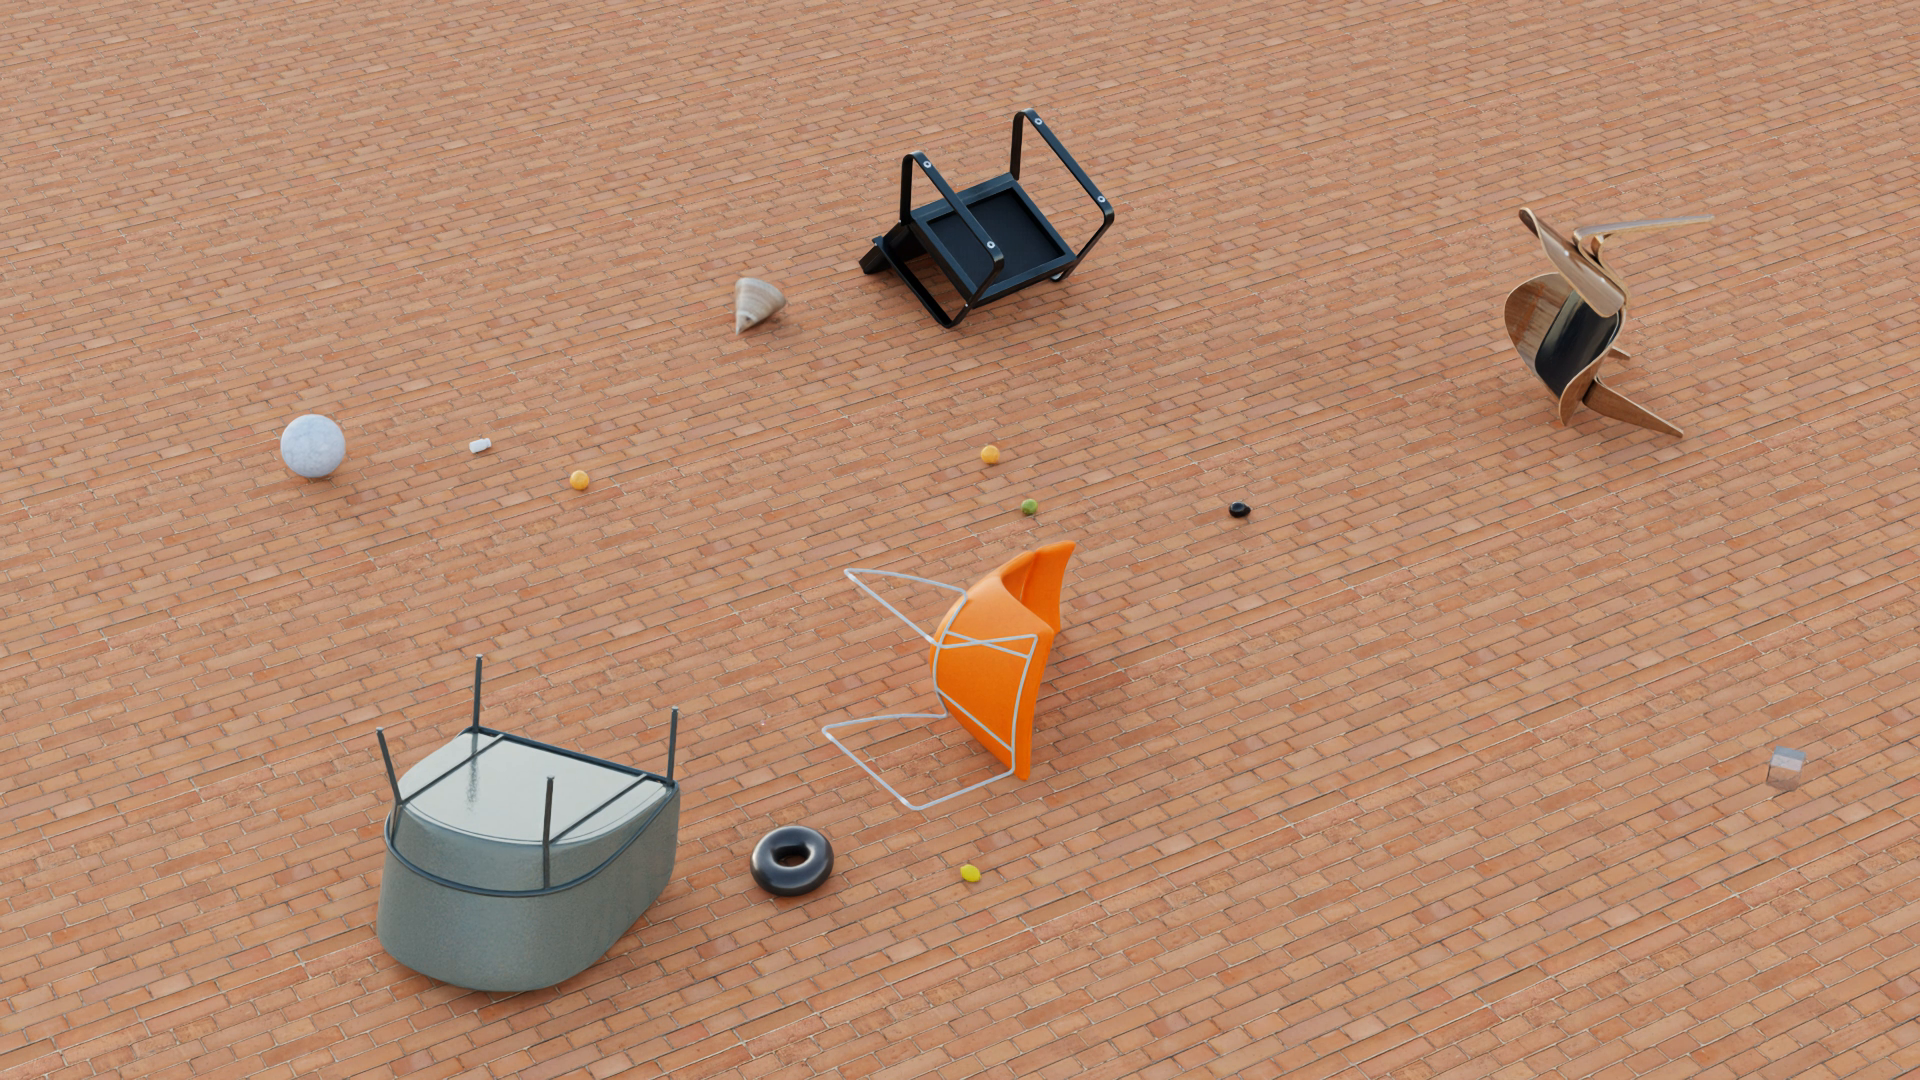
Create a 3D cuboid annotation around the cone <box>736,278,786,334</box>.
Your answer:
[{"bbox_3d":[-0.887,-0.945,12.291,0.254,0.208,0.229,4,56,40],"label":"cone"}]

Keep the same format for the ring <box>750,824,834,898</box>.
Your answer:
[{"bbox_3d":[-0.534,1.019,9.316,0.268,0.091,0.306,2,34,5],"label":"ring"}]

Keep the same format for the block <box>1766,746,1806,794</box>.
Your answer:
[{"bbox_3d":[2.735,0.759,9.712,0.097,0.089,0.114,14,36,20],"label":"block"}]

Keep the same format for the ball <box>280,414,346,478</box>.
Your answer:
[{"bbox_3d":[-2.487,-0.361,11.270,0.245,0.245,0.245,0,33,0],"label":"ball"}]
